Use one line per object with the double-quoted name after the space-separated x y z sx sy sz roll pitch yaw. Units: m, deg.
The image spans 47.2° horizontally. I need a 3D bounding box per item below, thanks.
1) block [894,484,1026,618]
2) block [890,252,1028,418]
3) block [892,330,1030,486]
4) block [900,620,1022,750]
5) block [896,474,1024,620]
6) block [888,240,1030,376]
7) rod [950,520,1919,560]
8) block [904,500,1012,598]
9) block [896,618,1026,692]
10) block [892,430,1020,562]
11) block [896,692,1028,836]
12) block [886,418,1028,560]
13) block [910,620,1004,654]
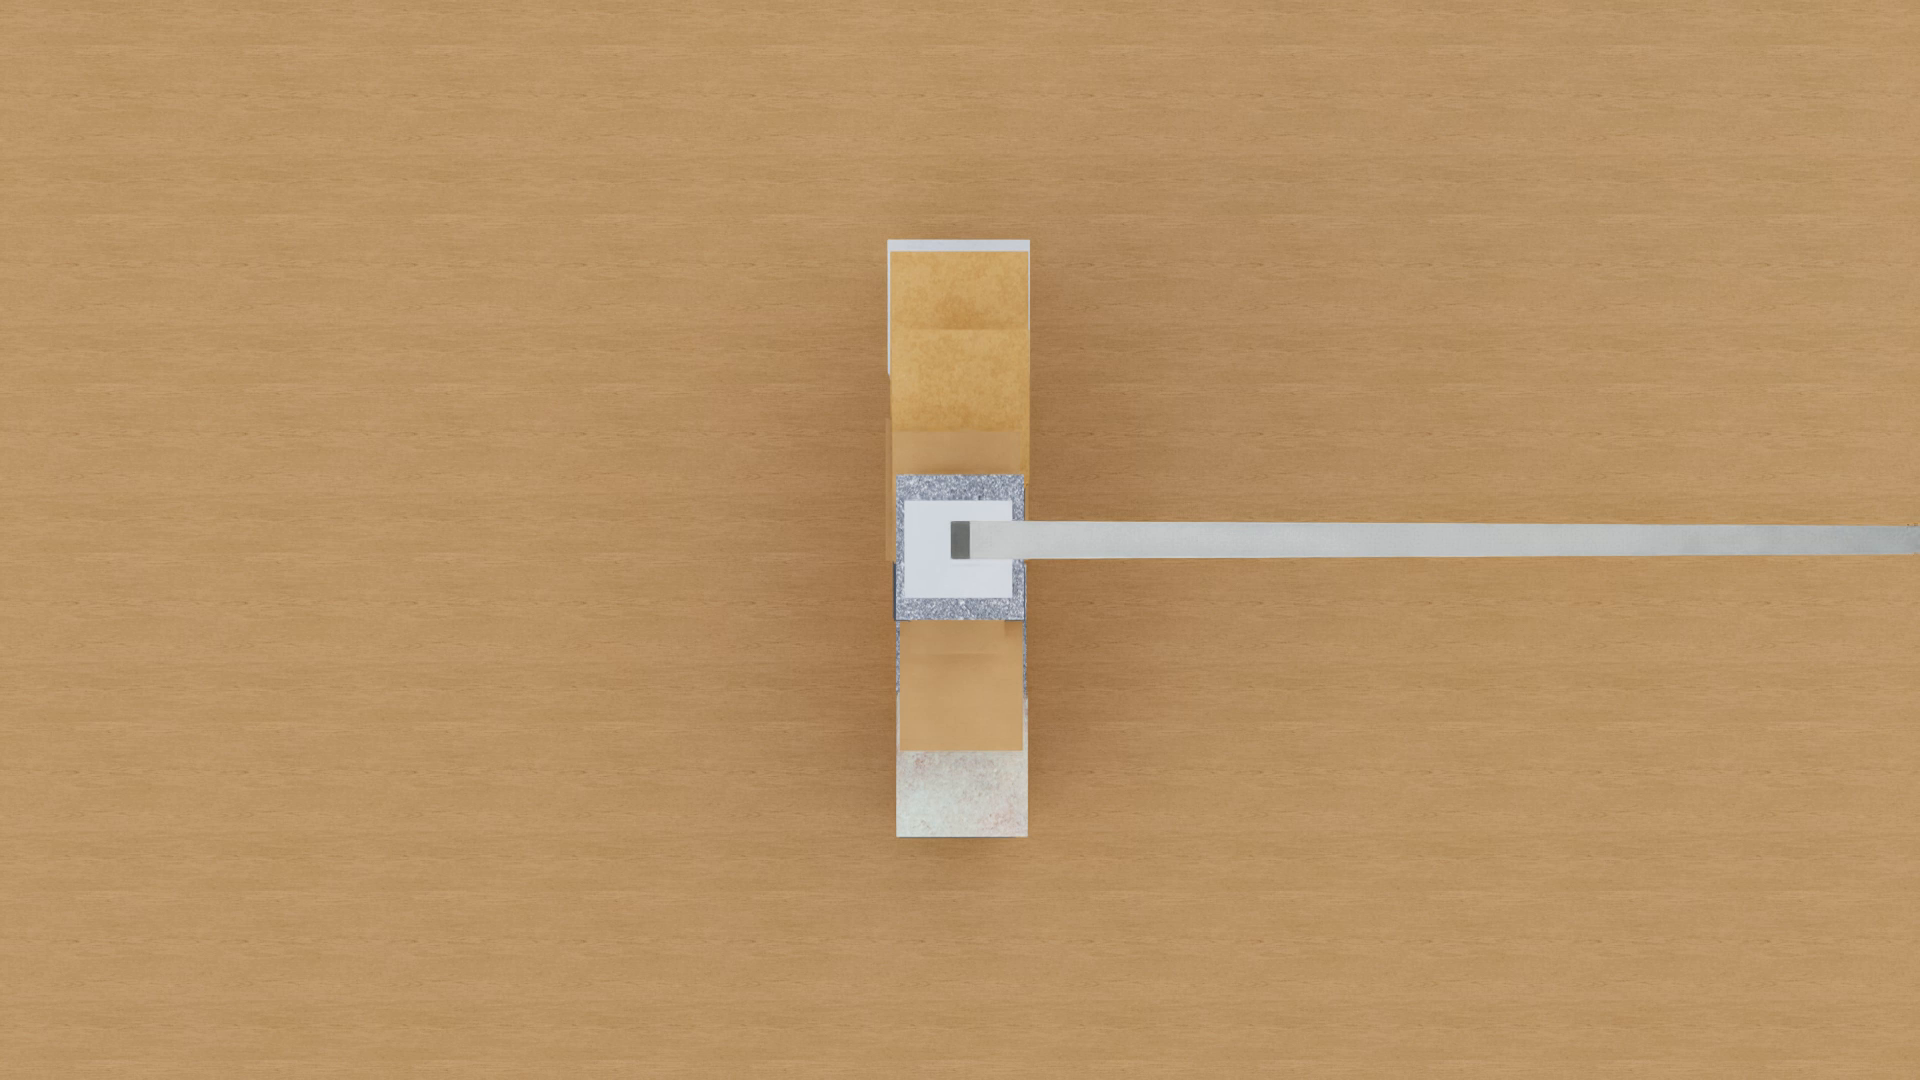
-0.004 0.054 11.072 0.646 0.599 0.656 0 90 0 "block"
-0.003 -1.083 11.881 0.725 0.721 0.862 0 90 0 "block"
0.003 -0.653 11.130 0.672 0.787 0.752 0 90 0 "block"
0.006 0.714 11.105 0.607 0.532 0.648 0 90 0 "block"
0.000 0.026 9.869 0.554 0.625 0.632 0 91 0 "block"
-0.007 -1.301 12.621 0.790 0.757 0.741 0 90 0 "block"
2.234 0.000 5.979 5.200 0.080 0.080 0 90 -31 "rod"
-0.007 0.034 9.324 0.444 0.465 0.402 0 91 0 "block"
0.007 0.452 11.773 0.675 0.804 0.666 0 90 0 "block"
-0.017 -0.209 10.459 0.590 0.563 0.606 0 91 0 "block"
0.011 1.172 11.822 0.684 0.717 0.722 0 93 0 "block"
-0.016 -0.268 12.043 0.758 0.754 0.755 0 90 0 "block"
-0.013 0.313 10.560 0.443 0.422 0.441 0 91 0 "block"
